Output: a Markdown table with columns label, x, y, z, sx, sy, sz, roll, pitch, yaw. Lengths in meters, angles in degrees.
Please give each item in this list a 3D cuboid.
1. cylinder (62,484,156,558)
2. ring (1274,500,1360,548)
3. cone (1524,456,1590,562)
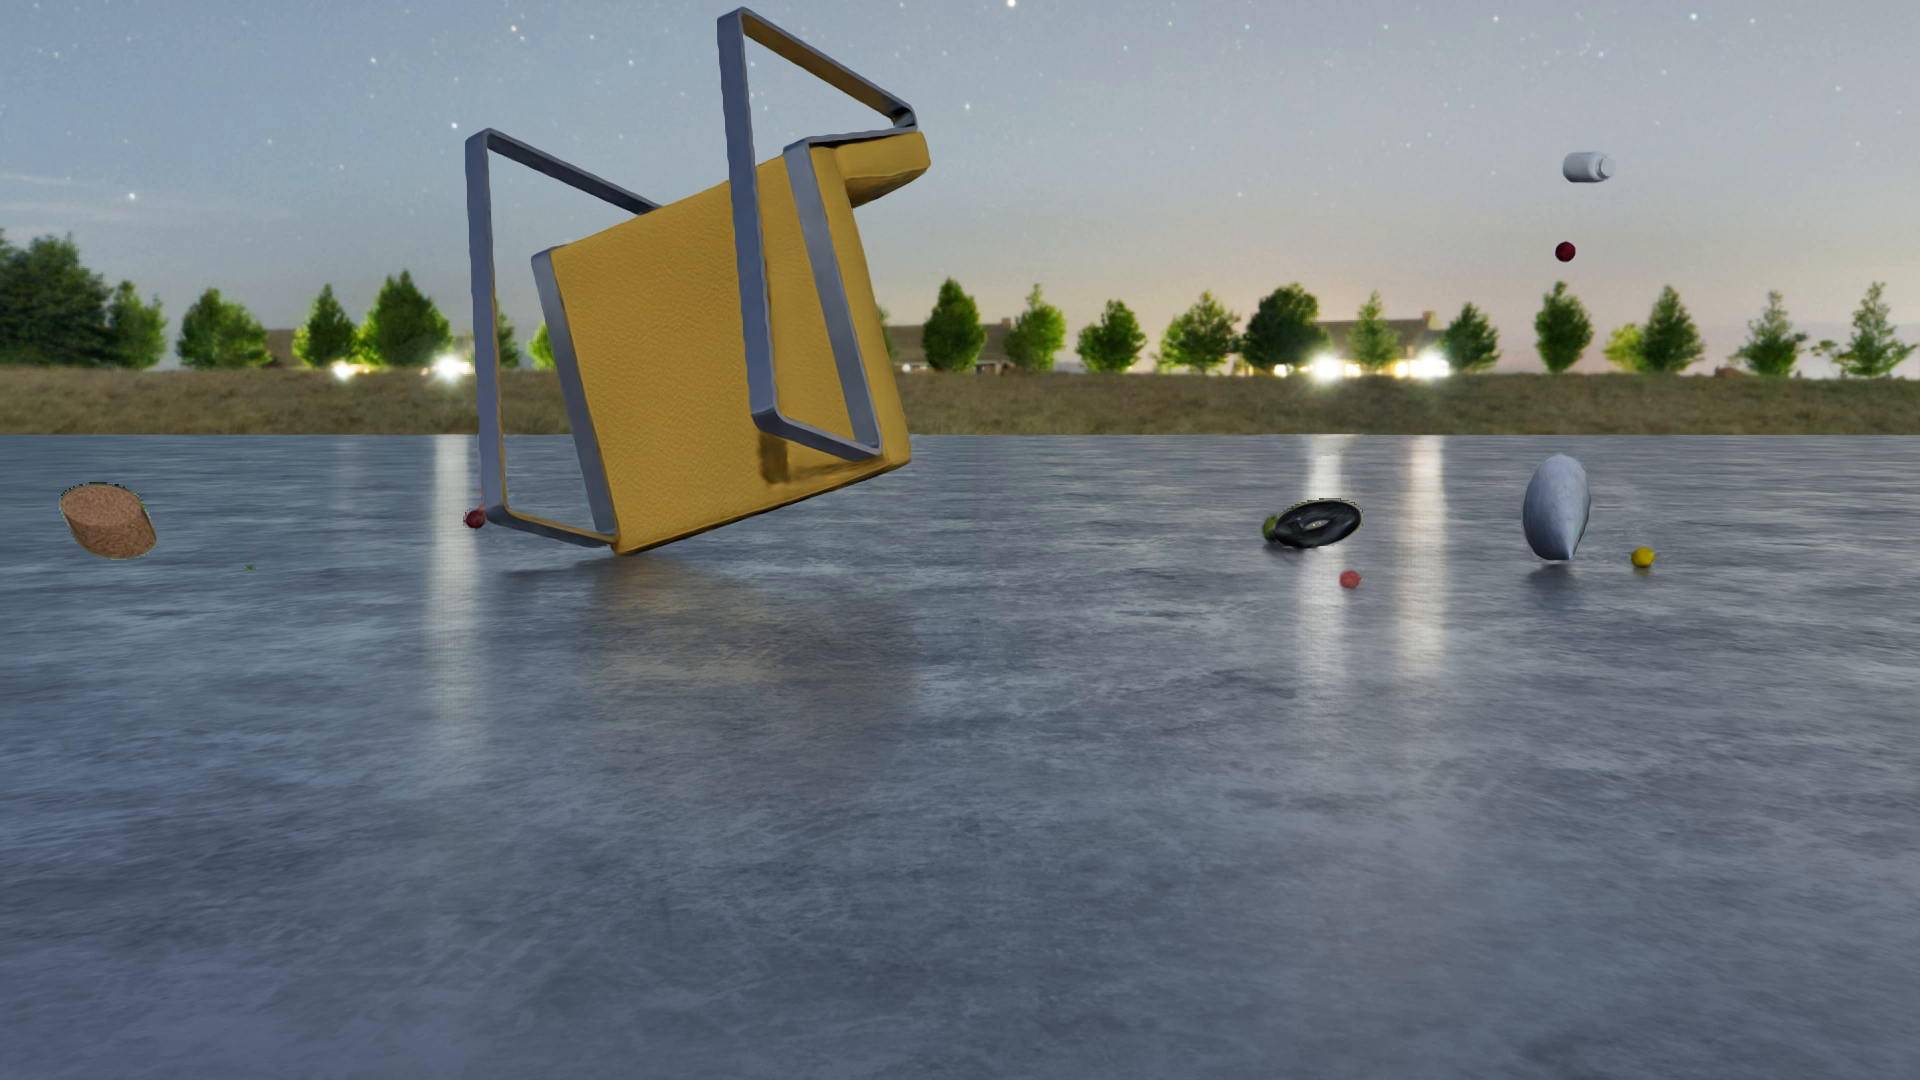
| label | x | y | z | sx | sy | sz | roll | pitch | yaw |
| --- | --- | --- | --- | --- | --- | --- | --- | --- | --- |
| cylinder | -1.945 | -0.043 | 5.024 | 0.209 | 0.099 | 0.124 | 14 | 49 | 20 |
| ring | 1.011 | -0.044 | 6.232 | 0.270 | 0.144 | 0.062 | -10 | -41 | 33 |
| cone | 1.510 | -0.015 | 5.502 | 0.166 | 0.303 | 0.285 | 1 | 28 | 7 |
